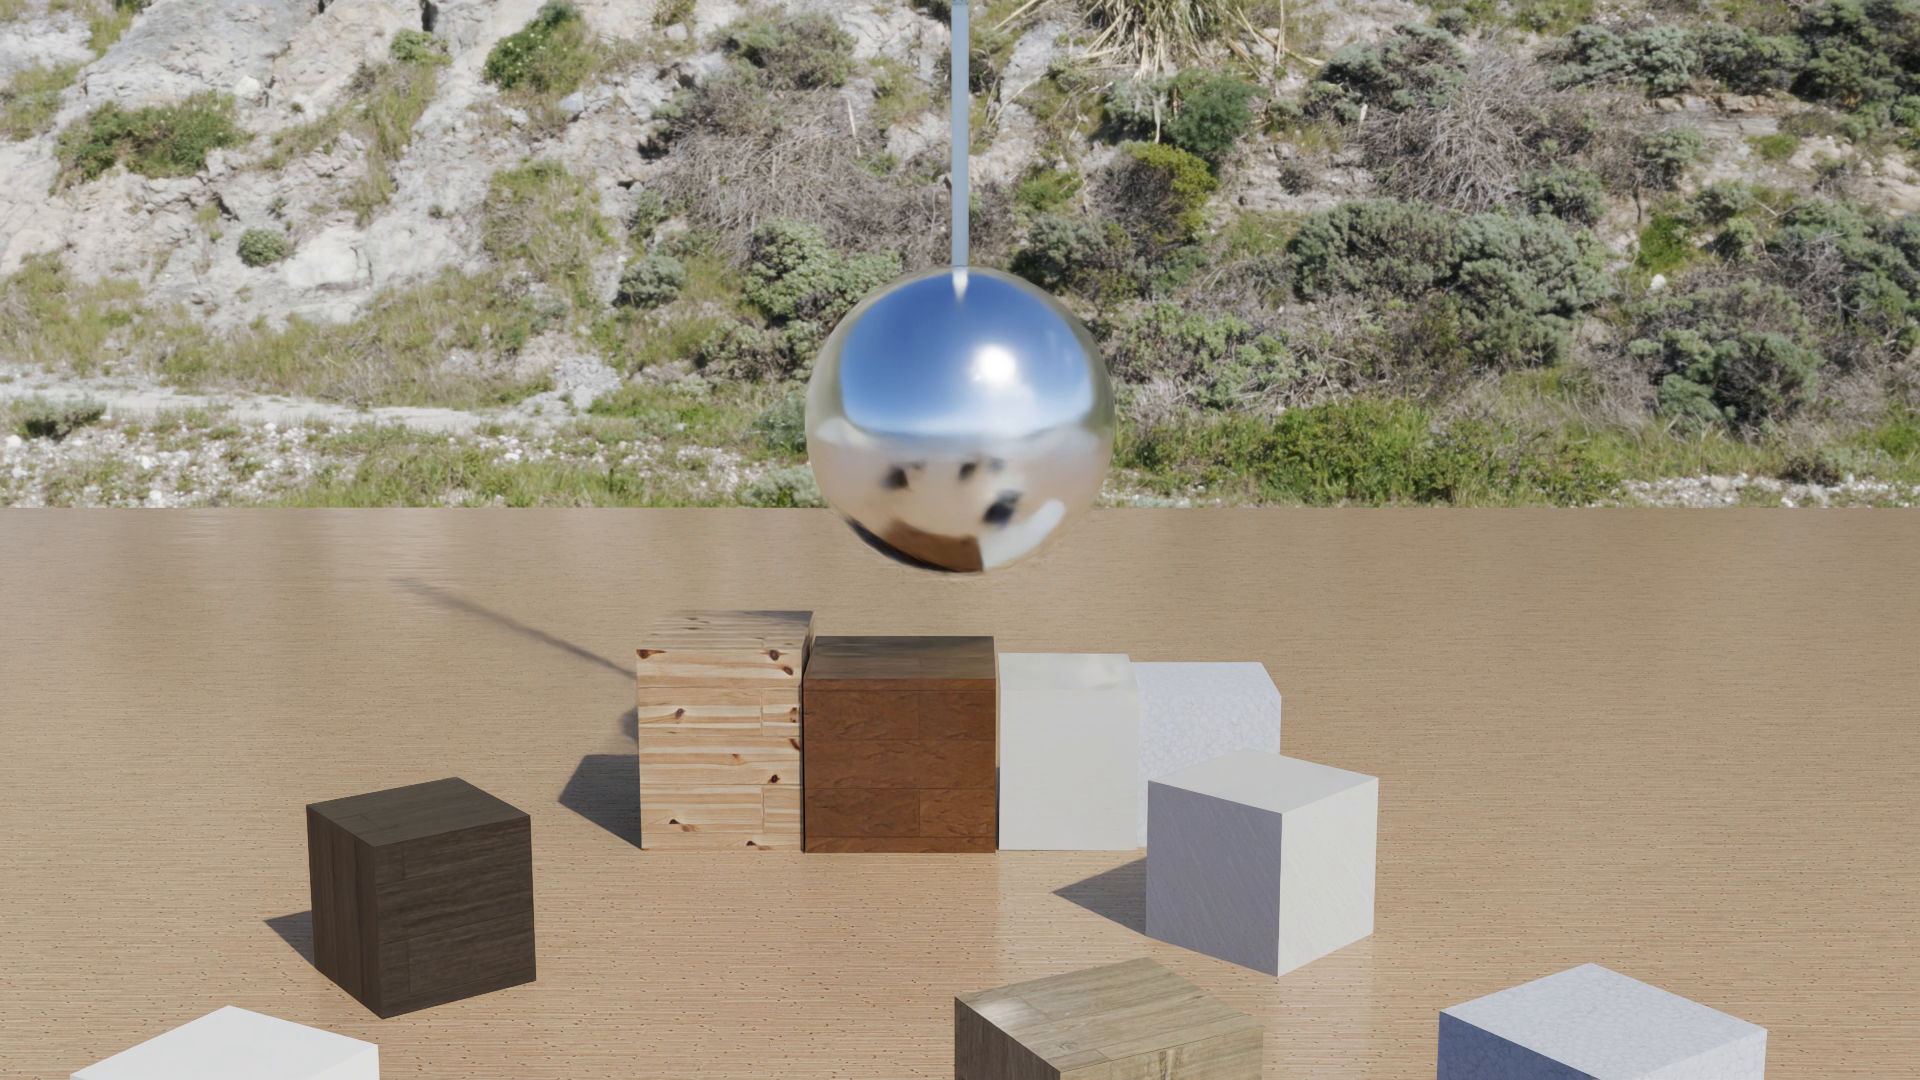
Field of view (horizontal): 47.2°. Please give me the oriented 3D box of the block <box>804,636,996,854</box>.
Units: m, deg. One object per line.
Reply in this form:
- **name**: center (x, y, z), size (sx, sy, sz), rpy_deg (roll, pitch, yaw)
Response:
- **block**: center (-0.296, 1.037, 11.362), size (0.948, 0.894, 0.952), rpy_deg (0, 10, 0)

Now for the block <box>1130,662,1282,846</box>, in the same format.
- **block**: center (1.243, 1.095, 11.363), size (0.708, 0.779, 0.720), rpy_deg (0, 10, 0)

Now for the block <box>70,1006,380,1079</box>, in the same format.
- **block**: center (-2.394, 1.965, 7.224), size (0.693, 0.549, 0.659), rpy_deg (6, 12, 29)

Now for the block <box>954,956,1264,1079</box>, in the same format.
- **block**: center (0.487, 1.885, 7.366), size (0.773, 0.655, 0.696), rpy_deg (-6, 12, -28)

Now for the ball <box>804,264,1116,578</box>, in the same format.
- **ball**: center (0.000, -0.608, 11.279), size (1.600, 1.600, 1.600), rpy_deg (0, 10, 0)

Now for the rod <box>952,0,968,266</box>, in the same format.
- **rod**: center (0.000, -3.930, 10.556), size (0.080, 5.200, 0.080), rpy_deg (0, 12, 0)

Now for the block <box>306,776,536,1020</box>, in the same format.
- **block**: center (-2.283, 1.494, 9.313), size (0.687, 0.729, 0.715), rpy_deg (-8, 13, -37)

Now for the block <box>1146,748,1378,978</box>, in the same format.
- **block**: center (1.341, 1.411, 9.784), size (0.718, 0.723, 0.731), rpy_deg (10, 14, 43)

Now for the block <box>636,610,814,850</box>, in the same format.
- **block**: center (-1.188, 0.966, 11.376), size (0.812, 1.030, 0.920), rpy_deg (0, 10, 0)

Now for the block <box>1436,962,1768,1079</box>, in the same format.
- **block**: center (2.071, 1.896, 7.161), size (0.745, 0.707, 0.704), rpy_deg (-7, 12, -34)

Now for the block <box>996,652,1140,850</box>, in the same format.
- **block**: center (0.543, 1.078, 11.352), size (0.689, 0.819, 0.837), rpy_deg (0, 10, 0)
